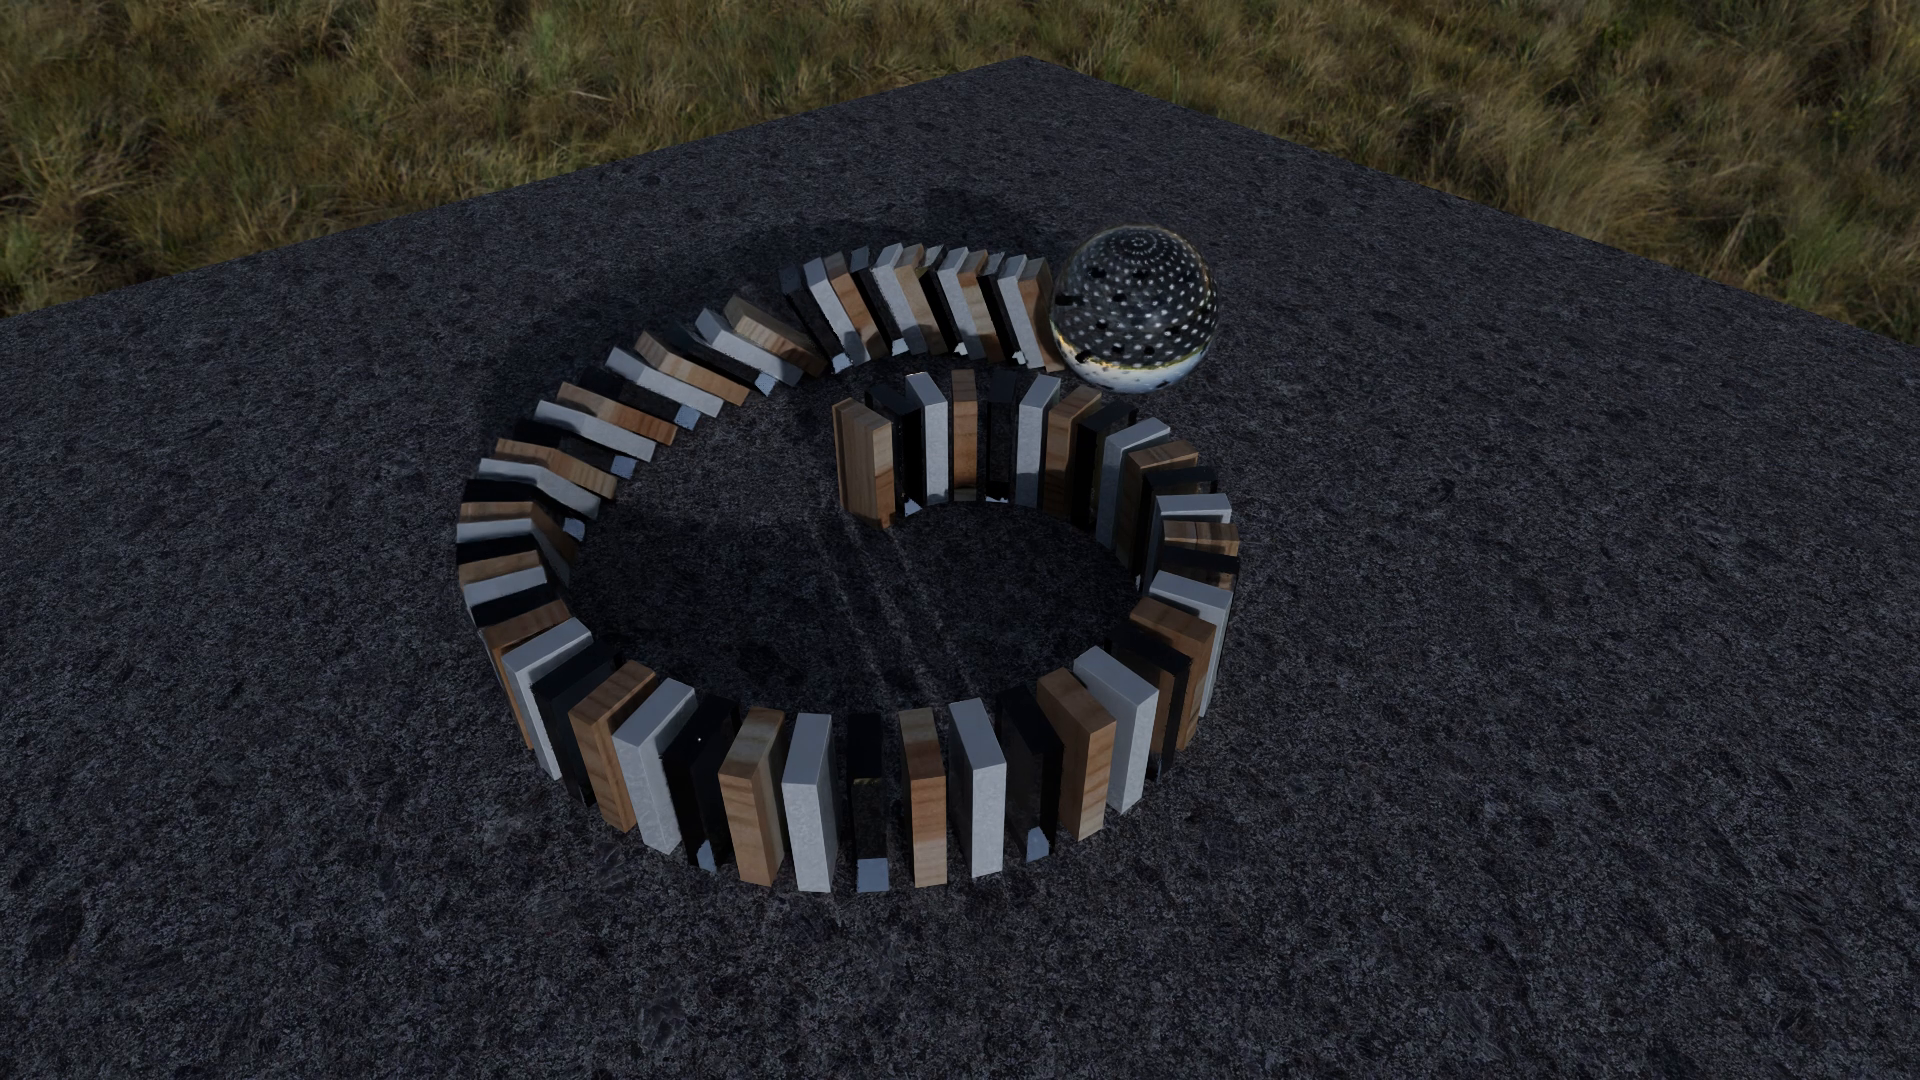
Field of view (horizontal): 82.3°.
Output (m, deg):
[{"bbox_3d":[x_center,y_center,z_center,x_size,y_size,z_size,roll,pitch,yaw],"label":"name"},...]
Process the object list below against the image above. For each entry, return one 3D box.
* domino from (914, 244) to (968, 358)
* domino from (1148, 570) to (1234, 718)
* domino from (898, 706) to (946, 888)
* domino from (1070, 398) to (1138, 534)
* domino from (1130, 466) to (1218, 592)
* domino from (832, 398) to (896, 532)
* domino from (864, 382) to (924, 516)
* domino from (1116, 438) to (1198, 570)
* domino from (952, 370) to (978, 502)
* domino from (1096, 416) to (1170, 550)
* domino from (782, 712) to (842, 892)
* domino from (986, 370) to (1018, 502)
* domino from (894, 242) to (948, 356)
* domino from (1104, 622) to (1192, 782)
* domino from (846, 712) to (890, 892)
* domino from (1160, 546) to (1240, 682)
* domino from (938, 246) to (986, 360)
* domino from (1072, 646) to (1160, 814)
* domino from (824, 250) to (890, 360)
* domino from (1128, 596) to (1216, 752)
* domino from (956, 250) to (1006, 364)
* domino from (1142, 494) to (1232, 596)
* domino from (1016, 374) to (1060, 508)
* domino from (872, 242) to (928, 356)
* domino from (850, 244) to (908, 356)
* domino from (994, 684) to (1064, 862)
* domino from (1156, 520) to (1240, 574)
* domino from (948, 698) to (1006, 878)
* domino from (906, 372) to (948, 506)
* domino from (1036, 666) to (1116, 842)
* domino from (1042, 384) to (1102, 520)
[{"bbox_3d":[-0.006,-0.121,0.560,0.009,0.050,0.025,-9,35,24],"label":"domino"},{"bbox_3d":[0.074,0.035,0.368,0.025,0.050,0.010,17,42,20],"label":"domino"},{"bbox_3d":[-0.011,0.075,0.320,0.009,0.050,0.025,-6,40,-8],"label":"domino"},{"bbox_3d":[0.058,-0.030,0.448,0.025,0.050,0.010,-32,49,-33],"label":"domino"},{"bbox_3d":[0.080,-0.004,0.416,0.025,0.050,0.009,-7,40,-9],"label":"domino"},{"bbox_3d":[-0.039,-0.030,0.449,0.010,0.050,0.025,-31,49,-32],"label":"domino"},{"bbox_3d":[-0.027,-0.037,0.457,0.010,0.050,0.025,-27,47,-29],"label":"domino"},{"bbox_3d":[0.076,-0.013,0.428,0.025,0.050,0.009,-15,42,-17],"label":"domino"},{"bbox_3d":[0.002,-0.044,0.465,0.009,0.050,0.025,-2,39,-2],"label":"domino"},{"bbox_3d":[0.068,-0.022,0.438,0.025,0.050,0.009,-24,45,-27],"label":"domino"},{"bbox_3d":[-0.042,0.076,0.318,0.009,0.050,0.025,2,39,3],"label":"domino"},{"bbox_3d":[0.017,-0.044,0.465,0.010,0.050,0.025,5,40,6],"label":"domino"},{"bbox_3d":[-0.017,-0.122,0.561,0.010,0.050,0.025,-11,35,22],"label":"domino"},{"bbox_3d":[0.057,0.052,0.348,0.025,0.050,0.010,28,47,30],"label":"domino"},{"bbox_3d":[-0.026,0.076,0.318,0.009,0.050,0.025,-2,39,-3],"label":"domino"},{"bbox_3d":[0.080,0.026,0.380,0.025,0.050,0.009,9,40,11],"label":"domino"},{"bbox_3d":[0.004,-0.120,0.557,0.010,0.050,0.025,-8,35,23],"label":"domino"},{"bbox_3d":[0.046,0.059,0.339,0.009,0.050,0.025,-30,48,-31],"label":"domino"},{"bbox_3d":[-0.052,-0.118,0.555,0.010,0.050,0.025,-25,41,4],"label":"domino"},{"bbox_3d":[0.066,0.044,0.358,0.025,0.050,0.010,23,45,25],"label":"domino"},{"bbox_3d":[0.014,-0.118,0.555,0.010,0.050,0.025,-8,35,23],"label":"domino"},{"bbox_3d":[0.083,0.006,0.404,0.025,0.050,0.009,-2,39,-3],"label":"domino"},{"bbox_3d":[0.033,-0.041,0.462,0.010,0.050,0.025,14,41,16],"label":"domino"},{"bbox_3d":[-0.027,-0.123,0.561,0.009,0.050,0.025,-11,35,22],"label":"domino"},{"bbox_3d":[-0.040,-0.122,0.560,0.009,0.050,0.025,-18,38,12],"label":"domino"},{"bbox_3d":[0.020,0.070,0.326,0.009,0.050,0.025,-15,42,-18],"label":"domino"},{"bbox_3d":[0.082,0.016,0.392,0.025,0.050,0.010,3,39,4],"label":"domino"},{"bbox_3d":[0.005,0.073,0.322,0.010,0.050,0.025,-10,40,-12],"label":"domino"},{"bbox_3d":[-0.014,-0.042,0.463,0.009,0.050,0.025,-14,41,-16],"label":"domino"},{"bbox_3d":[0.033,0.065,0.332,0.009,0.050,0.025,-22,44,-25],"label":"domino"},{"bbox_3d":[0.046,-0.036,0.456,0.009,0.050,0.025,25,45,27],"label":"domino"}]
